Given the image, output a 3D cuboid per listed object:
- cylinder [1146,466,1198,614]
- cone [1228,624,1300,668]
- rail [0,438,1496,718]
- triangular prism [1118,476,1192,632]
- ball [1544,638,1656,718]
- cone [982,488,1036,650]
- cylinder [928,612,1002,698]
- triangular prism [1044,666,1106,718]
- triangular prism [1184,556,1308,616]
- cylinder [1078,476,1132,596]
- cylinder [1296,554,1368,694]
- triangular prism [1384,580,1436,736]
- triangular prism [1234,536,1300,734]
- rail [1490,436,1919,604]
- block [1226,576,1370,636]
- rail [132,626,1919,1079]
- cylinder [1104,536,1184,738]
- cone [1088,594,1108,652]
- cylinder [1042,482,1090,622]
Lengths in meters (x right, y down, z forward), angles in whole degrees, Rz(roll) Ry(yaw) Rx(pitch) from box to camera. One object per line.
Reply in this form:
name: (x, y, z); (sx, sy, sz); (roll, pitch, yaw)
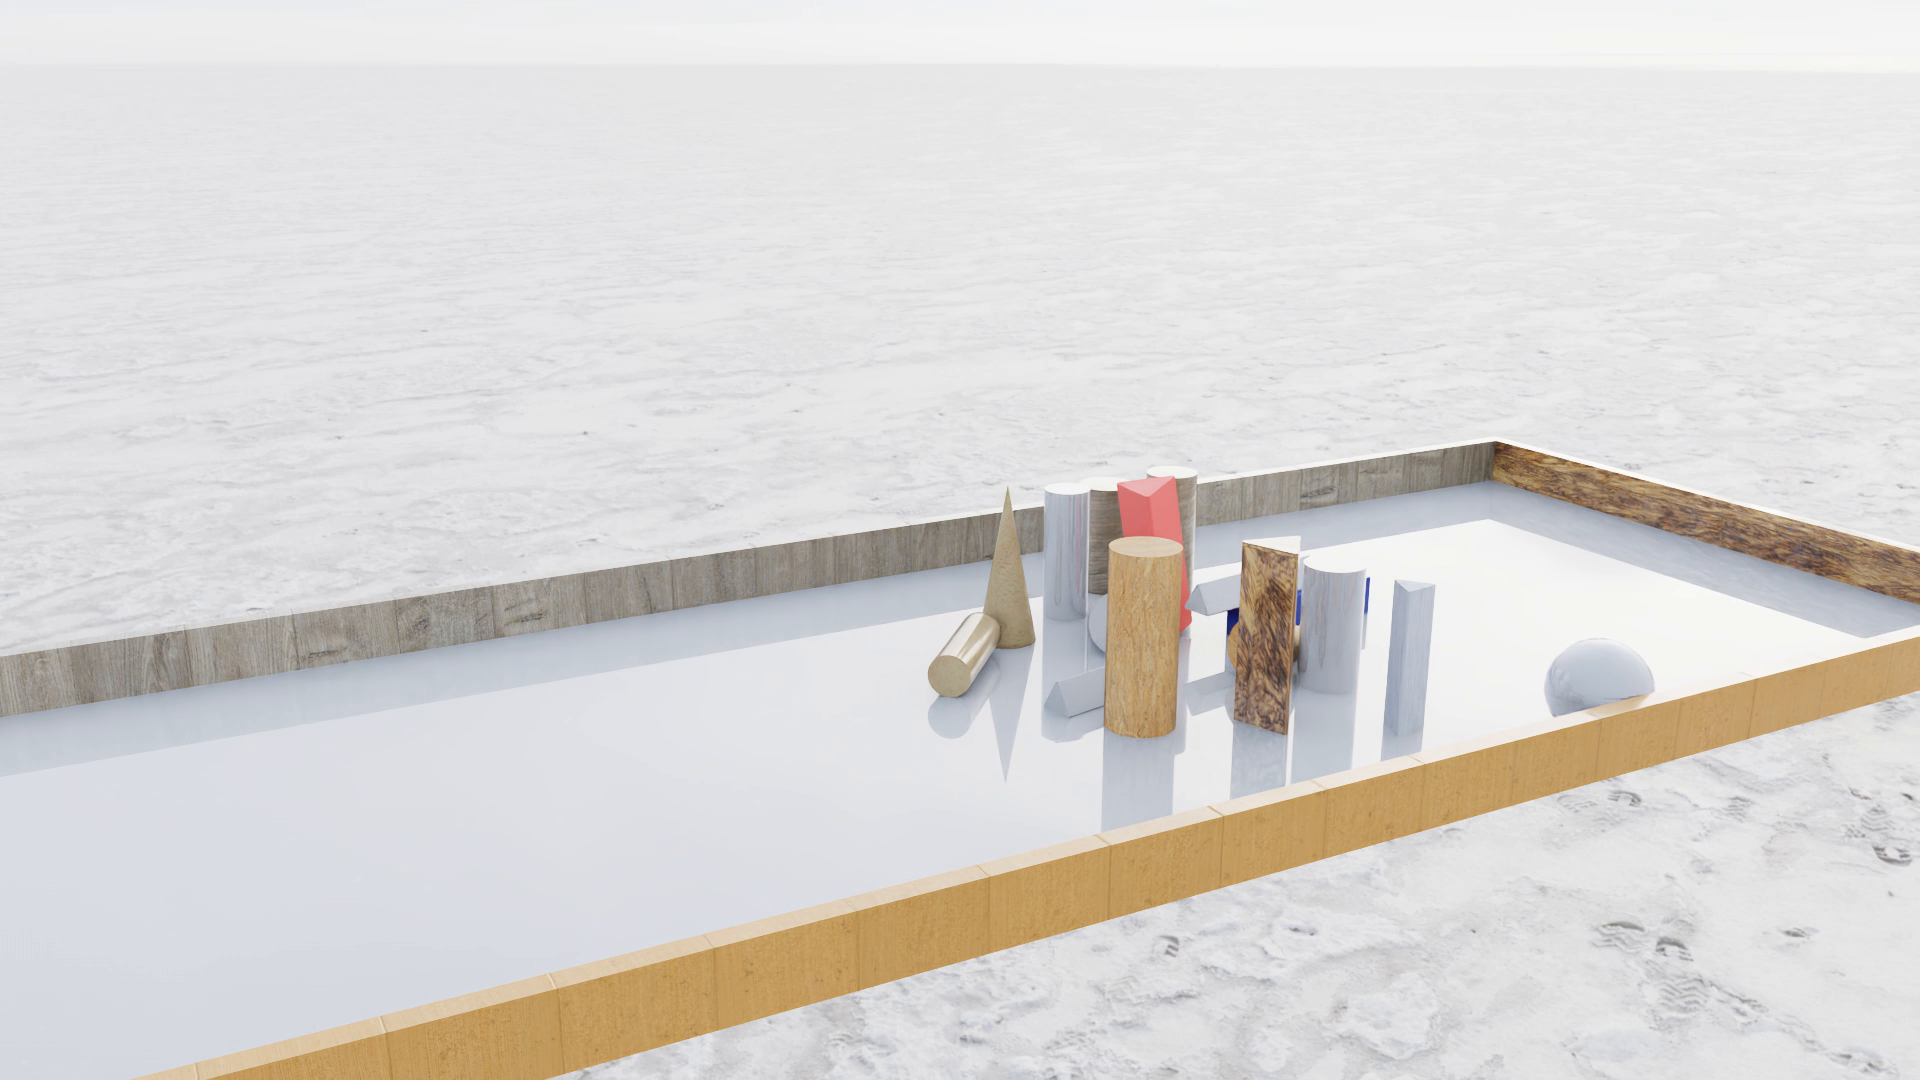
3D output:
cylinder: (0.584, 0.009, 4.598); (0.140, 0.409, 0.140); (0, 16, 0)
cone: (0.870, 0.264, 4.307); (0.172, 0.172, 0.430); (11, 8, 33)
rail: (-3.305, 0.497, 3.399); (12.000, 0.150, 0.050); (-9, 18, -27)
triangular prism: (0.542, 0.045, 4.410); (0.131, 0.427, 0.151); (-19, 23, -21)
ball: (1.459, 0.343, 3.764); (0.239, 0.239, 0.239); (0, 16, 0)
cone: (0.126, 0.060, 4.386); (0.158, 0.432, 0.158); (0, 16, 0)
cylinder: (0.014, 0.287, 4.182); (0.110, 0.110, 0.334); (4, 17, 14)
triangular prism: (0.364, 0.343, 4.043); (0.348, 0.078, 0.090); (-13, 21, -38)
triangular prism: (0.792, 0.114, 4.441); (0.435, 0.076, 0.087); (-12, 21, -36)
cylinder: (0.427, -0.013, 4.842); (0.164, 0.314, 0.164); (0, 16, 0)
cylinder: (0.922, 0.207, 4.098); (0.153, 0.312, 0.153); (0, 16, 0)
triangular prism: (1.026, 0.268, 3.819); (0.091, 0.351, 0.079); (-12, 20, -34)
triangular prism: (0.745, 0.214, 3.848); (0.146, 0.439, 0.126); (15, 22, 41)
rail: (2.466, -0.048, 5.253); (0.050, 0.150, 2.100); (-9, 18, -27)
block: (0.937, 0.179, 4.554); (0.450, 0.108, 0.108); (-12, 20, -34)
rail: (-2.336, 1.006, 1.665); (12.000, 0.150, 0.050); (-9, 18, -27)
cylinder: (0.423, 0.224, 3.821); (0.169, 0.435, 0.169); (0, 16, 0)
cone: (0.395, 0.213, 4.479); (0.176, 0.176, 0.340); (-3, 2, -9)
cylinder: (0.296, 0.033, 4.597); (0.127, 0.364, 0.127); (0, 16, 0)
